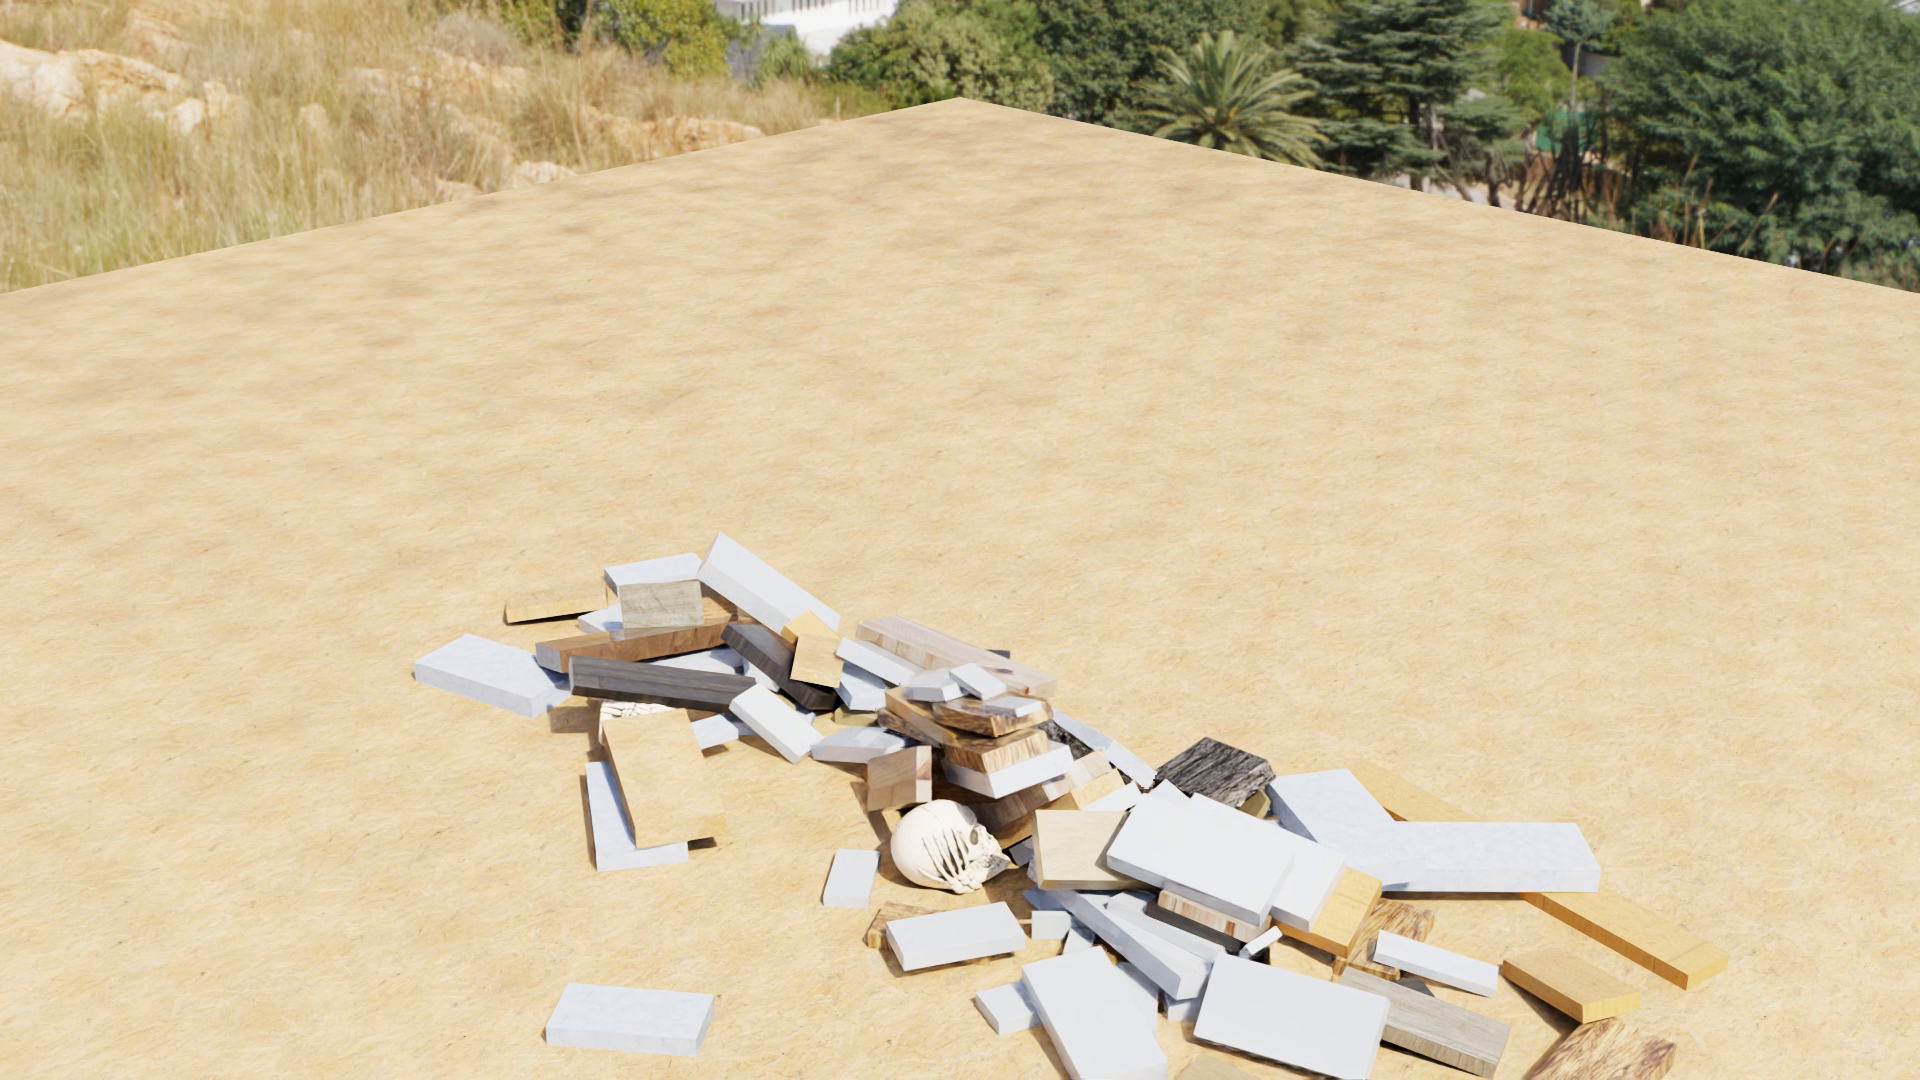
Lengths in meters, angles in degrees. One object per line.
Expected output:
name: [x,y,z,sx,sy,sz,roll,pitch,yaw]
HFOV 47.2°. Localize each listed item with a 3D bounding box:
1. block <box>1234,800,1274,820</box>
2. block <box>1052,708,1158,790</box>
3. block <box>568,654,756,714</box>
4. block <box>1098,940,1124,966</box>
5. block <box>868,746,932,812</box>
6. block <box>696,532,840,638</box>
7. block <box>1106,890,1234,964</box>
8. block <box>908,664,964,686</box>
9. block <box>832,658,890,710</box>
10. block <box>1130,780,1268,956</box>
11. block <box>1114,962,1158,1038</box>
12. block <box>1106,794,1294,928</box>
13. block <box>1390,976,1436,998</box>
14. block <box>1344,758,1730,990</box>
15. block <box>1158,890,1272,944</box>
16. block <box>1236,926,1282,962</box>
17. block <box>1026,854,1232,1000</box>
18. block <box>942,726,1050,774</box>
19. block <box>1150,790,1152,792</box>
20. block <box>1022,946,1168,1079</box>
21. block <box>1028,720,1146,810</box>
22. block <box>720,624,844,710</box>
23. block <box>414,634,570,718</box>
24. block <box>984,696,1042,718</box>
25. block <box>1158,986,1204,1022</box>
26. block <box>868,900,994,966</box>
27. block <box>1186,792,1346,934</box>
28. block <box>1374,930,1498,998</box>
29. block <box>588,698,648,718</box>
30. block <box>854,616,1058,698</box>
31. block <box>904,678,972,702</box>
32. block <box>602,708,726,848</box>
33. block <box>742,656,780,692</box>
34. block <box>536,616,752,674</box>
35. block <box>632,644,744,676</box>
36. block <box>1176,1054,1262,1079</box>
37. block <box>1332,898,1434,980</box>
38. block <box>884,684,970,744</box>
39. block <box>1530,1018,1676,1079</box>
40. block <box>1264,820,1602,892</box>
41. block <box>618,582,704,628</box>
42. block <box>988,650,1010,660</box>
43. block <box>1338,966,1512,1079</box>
block: [0.622,0.539,4.470,0.116,0.016,0.058,-16,28,-32]
block: [0.268,0.422,4.556,0.146,0.041,0.292,39,-9,-34]
block: [-0.631,0.312,4.700,0.407,0.027,0.097,9,37,-21]
block: [0.273,0.739,3.951,0.052,0.015,0.144,7,10,29]
block: [-0.121,0.472,4.324,0.030,0.107,0.305,4,-11,-20]
block: [-0.444,0.132,5.130,0.351,0.050,0.175,36,21,-11]
block: [0.381,0.683,3.910,0.228,0.025,0.090,22,19,33]
block: [-0.044,0.277,4.519,0.113,0.016,0.057,-12,4,32]
block: [-0.227,0.318,4.864,0.107,0.030,0.213,5,19,-26]
block: [0.439,0.610,4.053,0.174,0.049,0.348,-40,53,-15]
block: [0.296,0.803,3.833,0.097,0.028,0.194,3,23,6]
block: [0.427,0.565,3.899,0.296,0.042,0.148,19,52,24]
block: [0.741,0.806,3.832,0.166,0.024,0.083,-6,24,-14]
block: [1.065,0.627,4.241,0.117,0.033,0.896,-16,28,-33]
block: [0.449,0.653,3.876,0.179,0.025,0.090,20,18,27]
block: [0.515,0.726,3.876,0.070,0.140,0.020,-27,71,-23]
block: [0.314,0.687,3.975,0.151,0.043,0.469,0,19,-34]
block: [0.067,0.392,4.176,0.131,0.037,0.261,-19,5,-16]
block: [0.437,0.536,4.436,0.109,0.015,0.054,23,-6,40]
block: [0.225,0.814,3.723,0.148,0.042,0.296,-11,33,-15]
block: [0.263,0.450,4.392,0.042,0.298,0.149,-53,39,-4]
block: [-0.391,0.281,4.875,0.283,0.037,0.130,36,13,25]
block: [-1.043,0.305,4.978,0.351,0.050,0.175,13,26,29]
block: [0.100,0.315,4.159,0.057,0.016,0.113,-17,9,-29]
block: [0.452,0.797,3.847,0.194,0.028,0.097,-2,23,-4]
block: [-0.043,0.719,4.025,0.226,0.032,0.113,6,24,14]
block: [0.520,0.575,3.934,0.302,0.043,0.151,21,55,26]
block: [0.845,0.752,3.905,0.217,0.020,0.070,16,28,9]
block: [-0.737,0.348,4.910,0.169,0.024,0.085,-18,29,-36]
block: [-0.012,0.269,4.957,0.466,0.041,0.146,20,18,33]
block: [-0.031,0.299,4.464,0.097,0.027,0.194,-15,4,-25]
block: [-0.599,0.473,4.419,0.176,0.050,0.406,-7,28,-16]
block: [-0.441,0.283,4.888,0.080,0.023,0.159,27,12,-15]
block: [-0.714,0.230,4.988,0.456,0.050,0.176,-9,7,-27]
block: [-0.604,0.291,4.941,0.261,0.037,0.130,-10,25,-23]
block: [0.460,0.915,3.564,0.226,0.032,0.113,17,28,34]
block: [0.770,0.730,3.997,0.117,0.033,0.234,12,26,26]
block: [-0.025,0.351,4.476,0.130,0.037,0.359,-15,16,-21]
block: [1.029,0.896,3.595,0.149,0.042,0.351,17,29,35]
block: [0.830,0.600,4.182,0.727,0.049,0.174,1,22,-1]
block: [-0.682,0.148,5.019,0.198,0.099,0.028,-3,7,23]
block: [-0.023,0.284,5.054,0.274,0.028,0.099,1,23,3]
block: [0.778,0.819,3.738,0.293,0.033,0.117,18,29,20]
